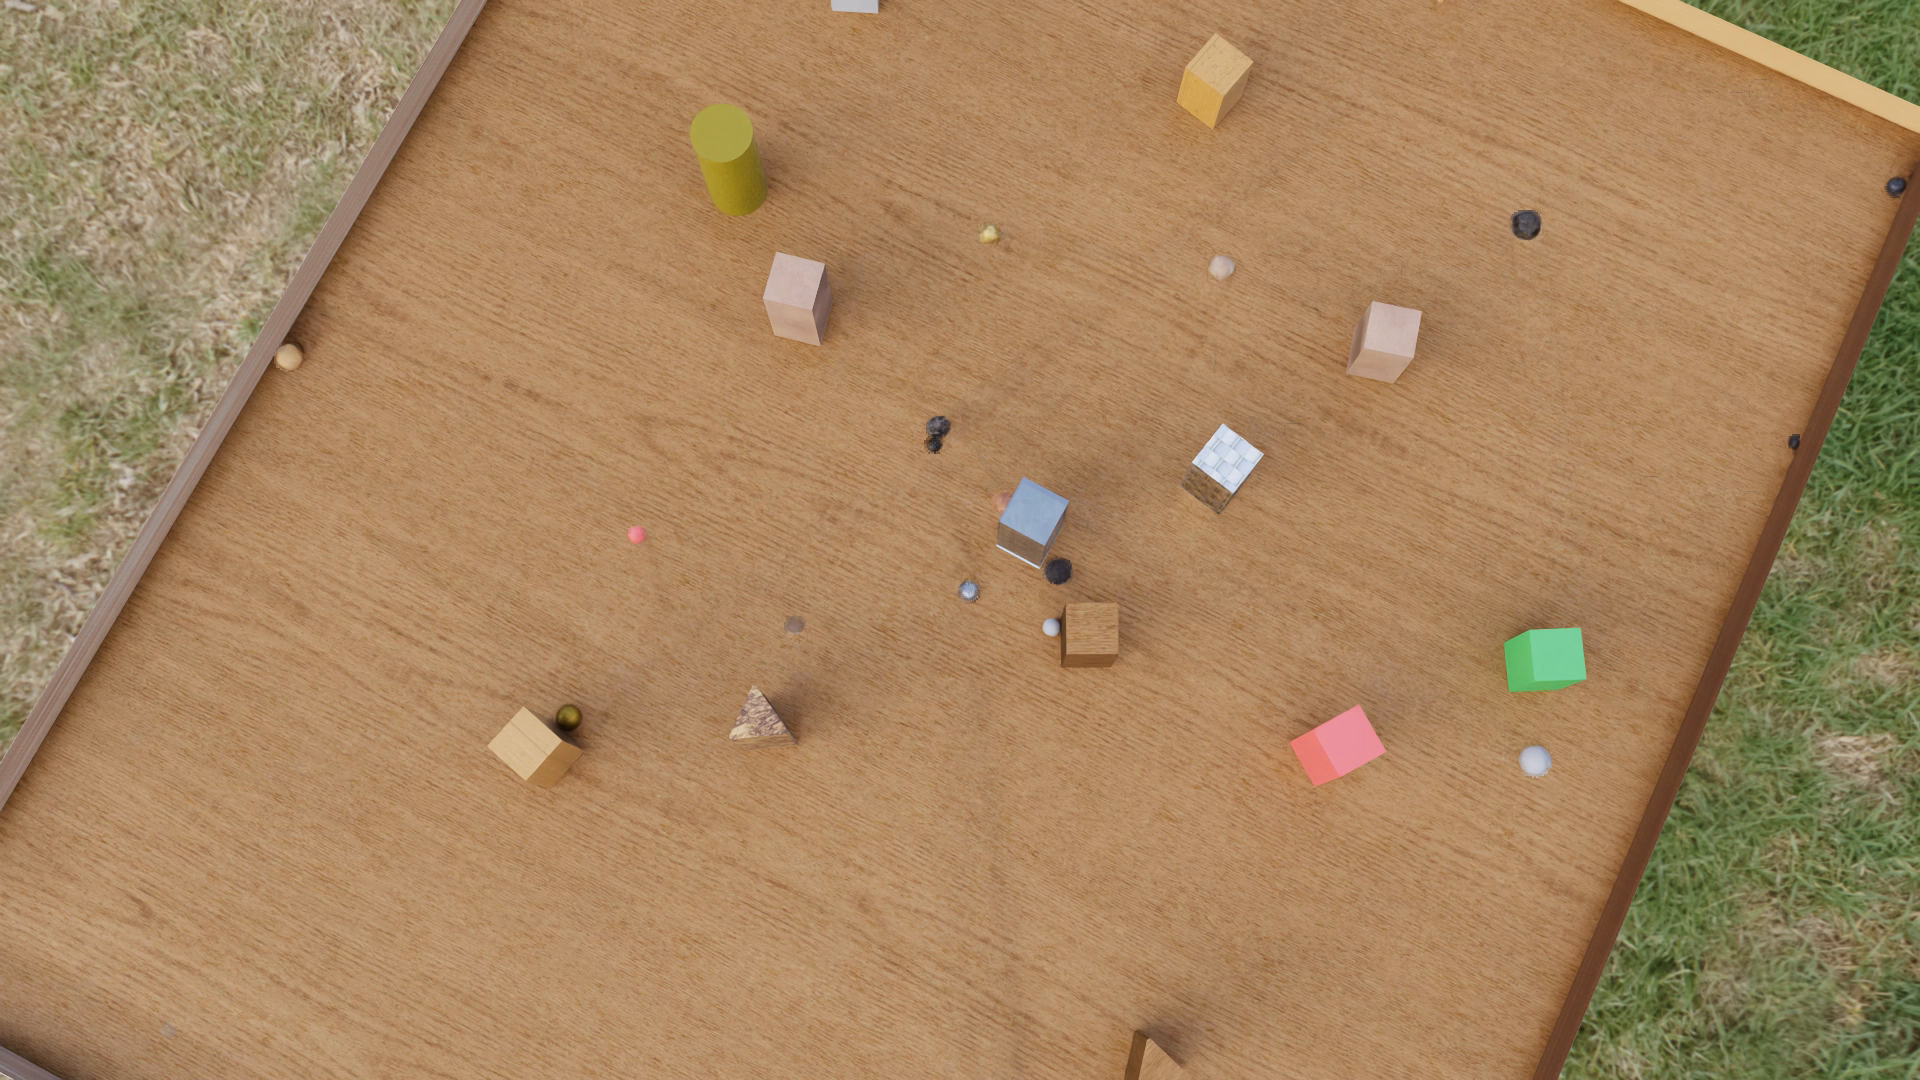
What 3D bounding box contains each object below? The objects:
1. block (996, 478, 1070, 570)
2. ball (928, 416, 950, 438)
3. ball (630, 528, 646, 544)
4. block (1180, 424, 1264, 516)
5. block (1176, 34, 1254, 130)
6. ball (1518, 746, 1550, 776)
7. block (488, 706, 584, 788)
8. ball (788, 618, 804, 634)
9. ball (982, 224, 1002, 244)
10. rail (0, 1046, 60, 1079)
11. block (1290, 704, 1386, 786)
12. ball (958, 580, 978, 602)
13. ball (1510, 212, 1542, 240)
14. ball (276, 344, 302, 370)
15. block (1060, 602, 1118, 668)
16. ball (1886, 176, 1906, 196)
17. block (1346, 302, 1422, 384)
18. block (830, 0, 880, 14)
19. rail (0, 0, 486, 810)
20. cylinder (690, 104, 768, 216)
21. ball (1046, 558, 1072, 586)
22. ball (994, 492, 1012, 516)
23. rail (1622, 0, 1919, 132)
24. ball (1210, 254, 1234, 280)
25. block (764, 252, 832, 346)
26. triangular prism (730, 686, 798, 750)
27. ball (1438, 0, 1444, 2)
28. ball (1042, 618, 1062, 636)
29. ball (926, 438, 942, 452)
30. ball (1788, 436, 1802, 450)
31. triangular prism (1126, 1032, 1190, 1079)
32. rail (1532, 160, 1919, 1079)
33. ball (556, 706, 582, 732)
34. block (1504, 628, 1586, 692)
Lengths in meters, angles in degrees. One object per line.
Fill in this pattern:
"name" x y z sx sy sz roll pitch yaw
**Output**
"block" 0.213 -0.047 5.443 0.150 0.359 0.150 28 80 6
"ball" -0.064 -0.350 5.654 0.068 0.068 0.068 0 78 0
"ball" -0.985 -0.013 5.594 0.050 0.050 0.050 0 78 0
"block" 0.784 -0.209 5.506 0.150 0.300 0.150 38 81 7
"block" 0.803 -1.446 5.790 0.150 0.246 0.150 39 81 7
"ball" 1.704 0.653 5.436 0.088 0.088 0.088 0 78 0
"block" -1.229 0.606 5.328 0.150 0.318 0.150 40 81 8
"ball" -0.497 0.259 5.537 0.051 0.051 0.051 0 78 0
"ball" 0.099 -0.966 5.783 0.065 0.065 0.065 0 78 0
"rail" -1.150 2.259 5.086 4.420 0.122 0.045 26 80 5
"block" 1.089 0.598 5.303 0.150 0.372 0.150 -28 80 -5
"ball" 0.026 0.154 5.552 0.063 0.063 0.063 0 78 0
"ball" 1.784 -0.989 5.774 0.092 0.092 0.092 0 78 0
"ball" -2.084 -0.570 5.694 0.079 0.079 0.079 0 78 0
"block" 0.380 0.283 5.411 0.150 0.287 0.150 0 78 0
"ball" 2.972 -1.123 5.818 0.060 0.060 0.060 0 78 0
"block" 1.294 -0.602 5.606 0.150 0.264 0.150 12 79 2
"block" -0.337 -1.820 5.860 0.150 0.260 0.150 4 78 1
"rail" -1.955 -0.951 5.750 0.045 0.122 5.191 26 80 5
"cylinder" -0.708 -1.165 5.642 0.187 0.421 0.187 0 78 0
"ball" 0.298 0.097 5.556 0.079 0.079 0.079 0 78 0
"ball" 0.138 -0.110 5.602 0.072 0.072 0.072 0 78 0
"rail" 1.150 -2.246 6.018 4.420 0.122 0.045 26 80 5
"ball" 0.822 -0.856 5.754 0.077 0.077 0.077 0 78 0
"block" -0.491 -0.731 5.590 0.150 0.348 0.150 14 79 3
"triangular prism" -0.571 0.515 5.322 0.162 0.368 0.141 -6 78 -1
"ball" 1.564 -1.781 5.954 0.059 0.059 0.059 0 78 0
"ball" 0.277 0.264 5.533 0.056 0.056 0.056 0 78 0
"ball" -0.079 -0.293 5.653 0.047 0.047 0.047 0 78 0
"ball" 2.579 -0.299 5.657 0.041 0.041 0.041 0 78 0
"triangular prism" 0.530 1.453 5.126 0.162 0.371 0.141 -16 79 -3
"rail" 1.955 0.964 5.354 0.045 0.122 5.191 26 80 5
"ball" -1.166 0.532 5.467 0.078 0.078 0.078 0 78 0
"block" 1.726 0.356 5.414 0.150 0.252 0.150 -3 78 -1
